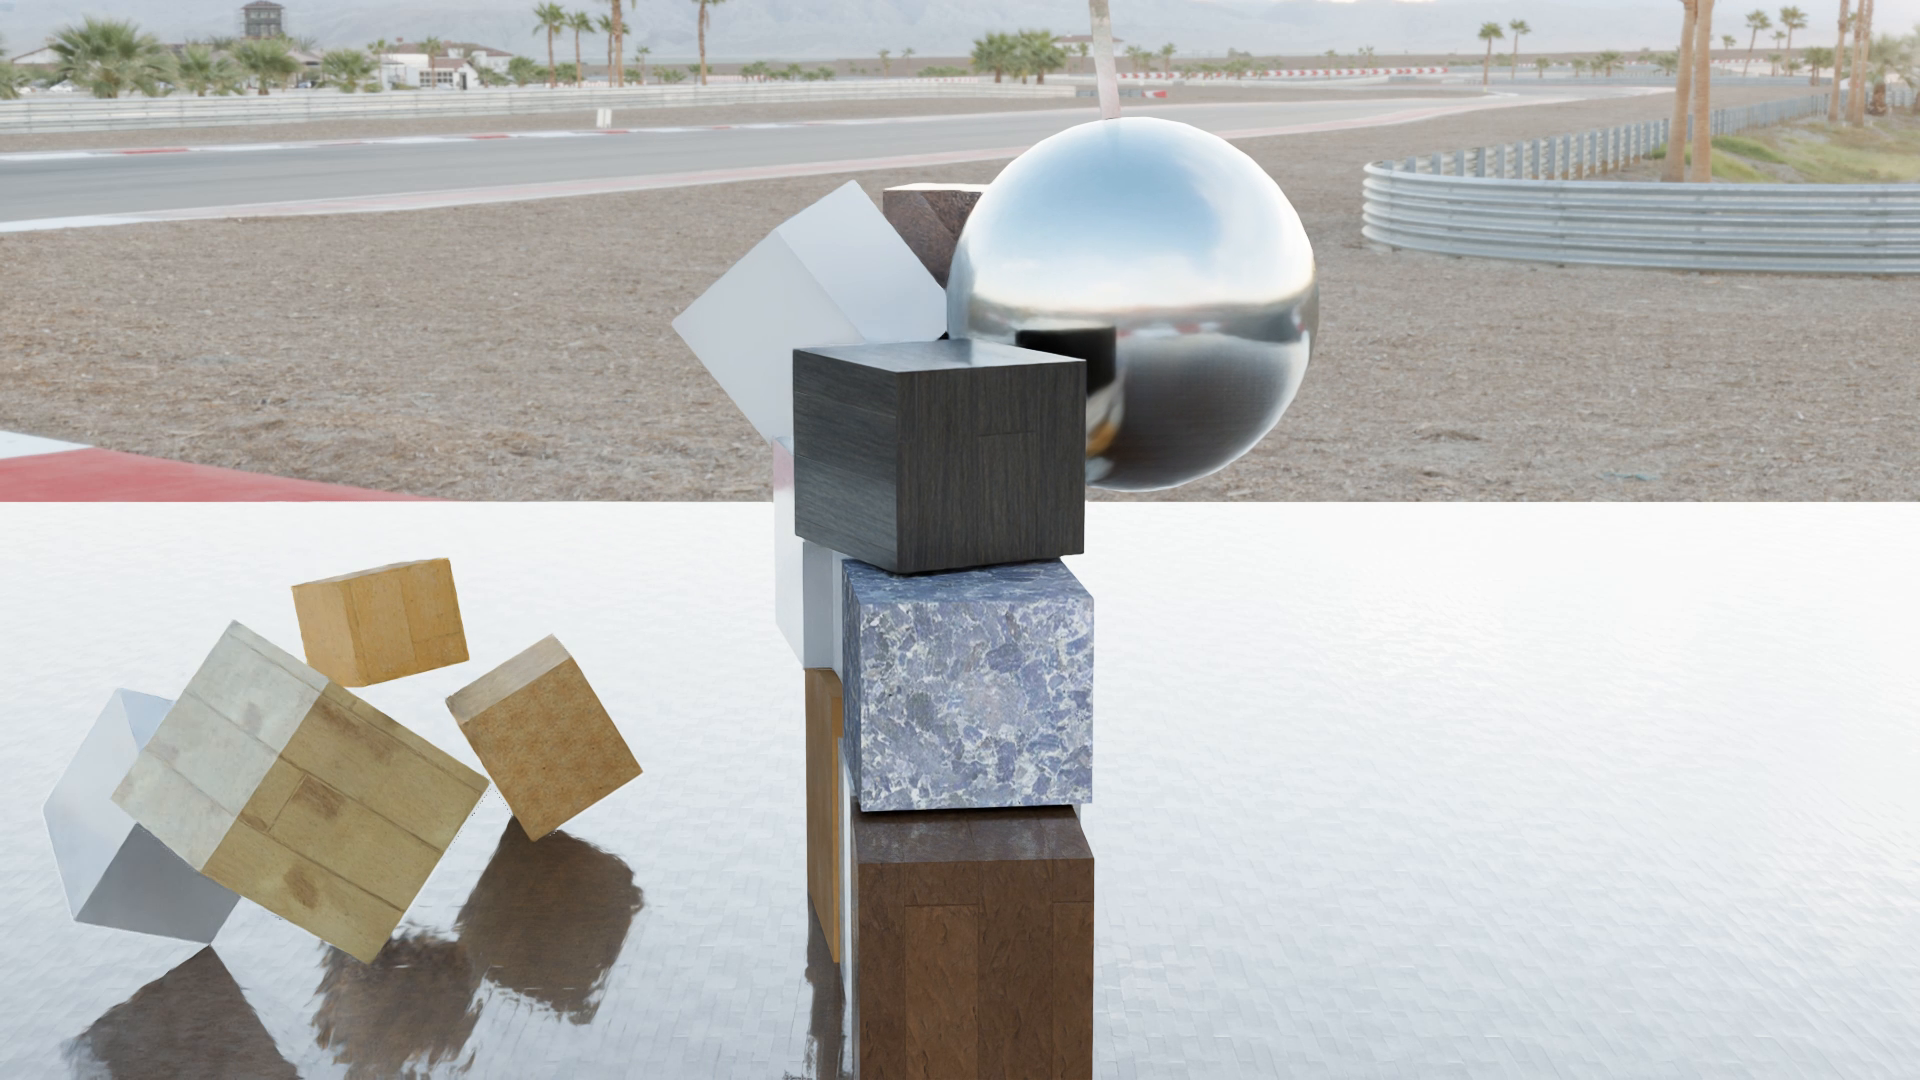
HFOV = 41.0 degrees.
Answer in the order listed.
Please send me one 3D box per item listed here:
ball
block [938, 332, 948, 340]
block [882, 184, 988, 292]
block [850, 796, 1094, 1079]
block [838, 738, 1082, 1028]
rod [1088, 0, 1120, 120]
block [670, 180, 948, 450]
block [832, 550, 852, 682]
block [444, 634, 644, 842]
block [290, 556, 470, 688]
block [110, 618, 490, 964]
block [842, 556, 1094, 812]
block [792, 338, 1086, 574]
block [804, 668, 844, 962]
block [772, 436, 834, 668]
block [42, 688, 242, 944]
[{"bbox_3d":[0.737,-1.004,10.998,1.600,1.600,1.600,0,10,0],"label":"ball"},{"bbox_3d":[-0.045,-0.827,12.327,0.736,0.624,0.736,4,12,21],"label":"block"},{"bbox_3d":[-0.012,-1.409,12.252,0.579,0.546,0.520,3,11,15],"label":"block"},{"bbox_3d":[0.026,1.447,9.084,0.795,0.903,0.819,-1,10,-4],"label":"block"},{"bbox_3d":[-0.017,1.292,9.862,0.855,0.930,0.744,-1,10,-6],"label":"block"},{"bbox_3d":[0.319,-4.324,10.394,0.080,5.200,0.080,-7,10,1],"label":"rod"},{"bbox_3d":[-0.636,-0.992,11.579,0.758,0.804,0.759,-37,4,35],"label":"block"},{"bbox_3d":[-0.098,0.277,10.225,0.727,0.614,0.673,-2,11,-11],"label":"block"},{"bbox_3d":[-1.961,0.918,12.049,0.600,0.650,0.637,-32,16,-11],"label":"block"},{"bbox_3d":[-2.740,0.393,12.127,0.565,0.501,0.536,-14,6,-38],"label":"block"},{"bbox_3d":[-2.370,0.899,9.228,0.793,0.771,0.792,21,-15,48],"label":"block"},{"bbox_3d":[0.012,0.508,9.481,0.828,0.748,0.843,-1,11,-7],"label":"block"},{"bbox_3d":[-0.090,-0.346,9.876,0.801,0.739,0.886,-6,12,-28],"label":"block"},{"bbox_3d":[-0.143,1.051,10.735,0.900,1.091,1.029,-2,10,-9],"label":"block"},{"bbox_3d":[-0.267,0.019,11.009,0.949,0.840,0.976,-2,9,-11],"label":"block"},{"bbox_3d":[-3.230,1.121,10.414,0.599,0.668,0.671,20,24,-41],"label":"block"}]
